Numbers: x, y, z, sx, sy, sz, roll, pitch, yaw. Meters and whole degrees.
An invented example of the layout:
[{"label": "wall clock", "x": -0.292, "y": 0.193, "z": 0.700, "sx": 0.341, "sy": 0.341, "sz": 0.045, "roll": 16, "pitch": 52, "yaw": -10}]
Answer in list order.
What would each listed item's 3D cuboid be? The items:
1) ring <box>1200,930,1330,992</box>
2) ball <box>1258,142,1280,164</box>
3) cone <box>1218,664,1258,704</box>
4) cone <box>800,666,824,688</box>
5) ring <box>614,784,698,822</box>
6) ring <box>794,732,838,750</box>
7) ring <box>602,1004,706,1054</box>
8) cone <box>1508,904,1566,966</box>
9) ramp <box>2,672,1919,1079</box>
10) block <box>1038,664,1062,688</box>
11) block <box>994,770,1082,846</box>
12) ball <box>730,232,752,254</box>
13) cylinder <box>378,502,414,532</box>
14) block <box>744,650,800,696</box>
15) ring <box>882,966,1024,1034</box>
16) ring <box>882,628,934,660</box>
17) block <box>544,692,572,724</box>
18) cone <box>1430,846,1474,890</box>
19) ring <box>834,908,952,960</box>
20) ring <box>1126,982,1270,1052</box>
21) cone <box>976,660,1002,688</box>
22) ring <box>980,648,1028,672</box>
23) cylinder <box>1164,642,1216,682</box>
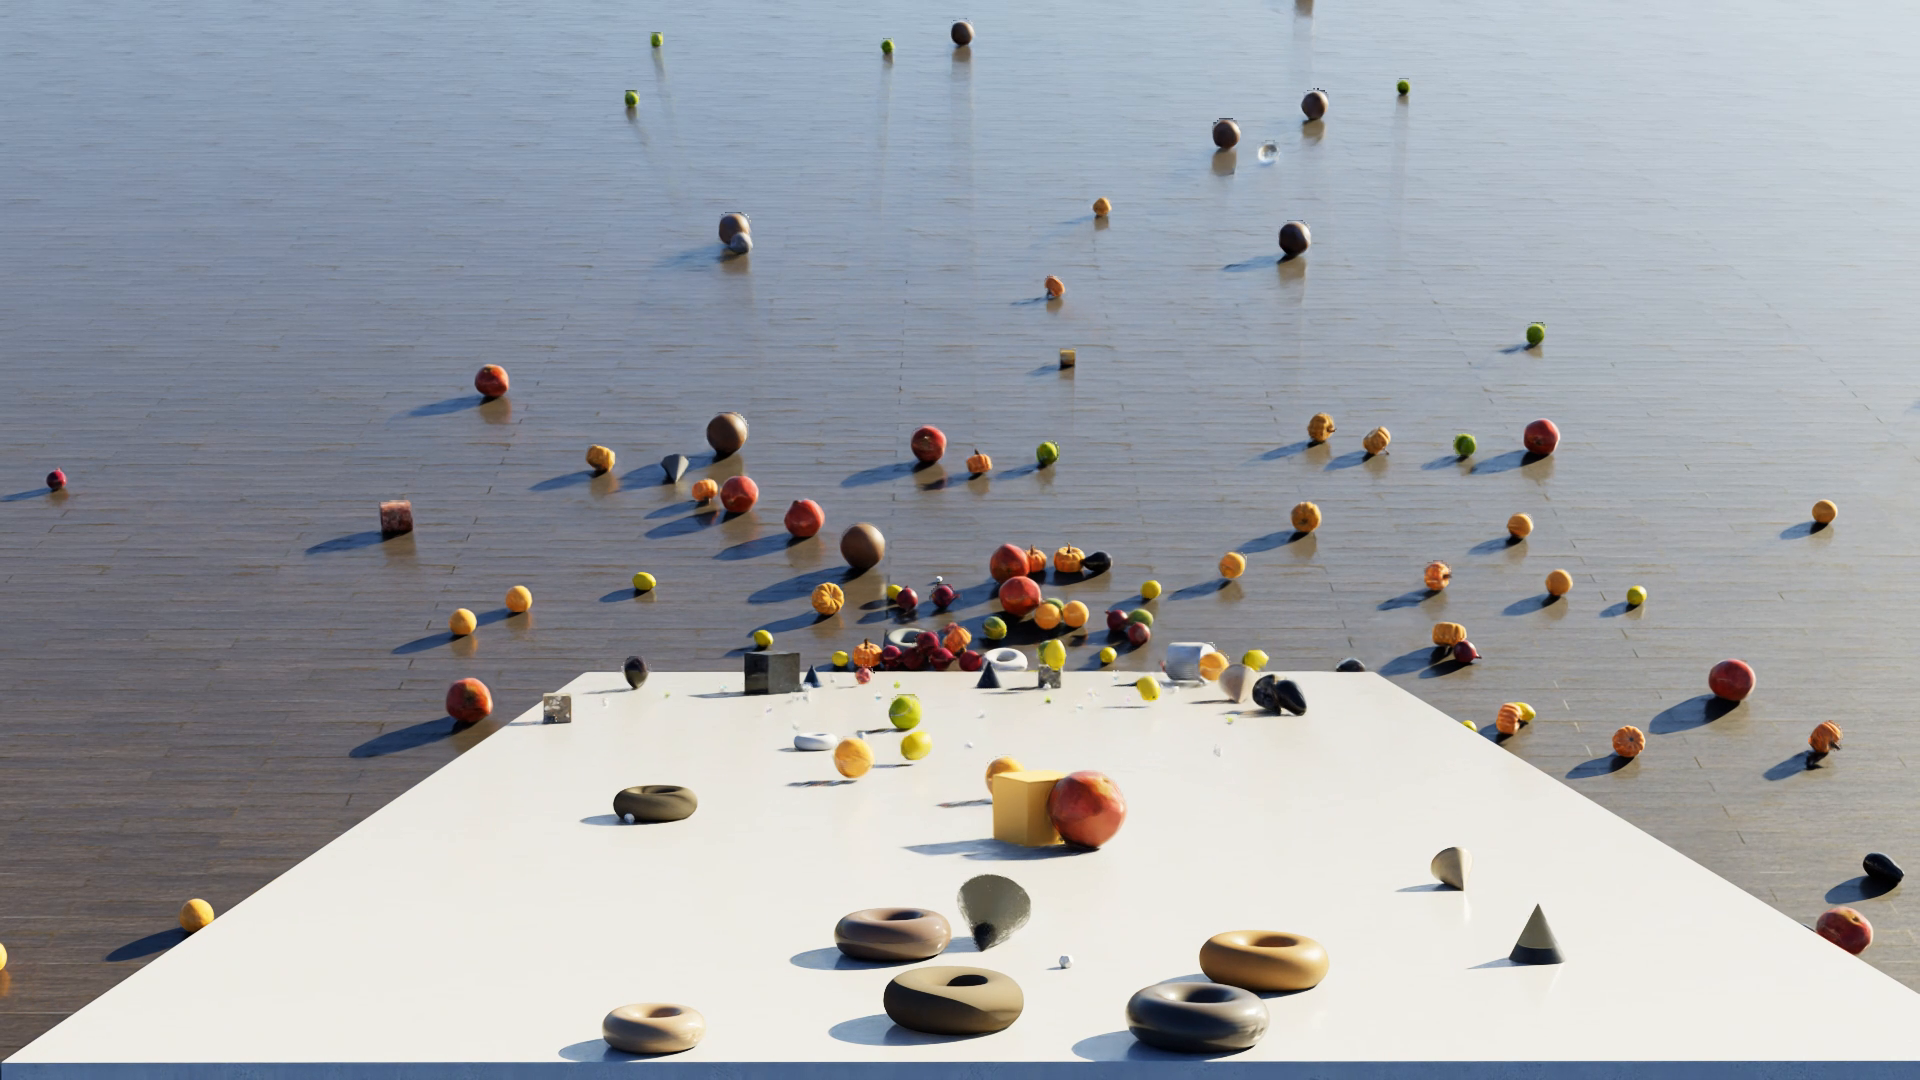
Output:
[{"label": "ring", "x": 0.342, "y": 0.473, "z": 2.897, "sx": 0.146, "sy": 0.049, "sz": 0.146, "roll": 1, "pitch": 3, "yaw": 0}, {"label": "ball", "x": 1.395, "y": -1.744, "z": 11.619, "sx": 0.097, "sy": 0.097, "sz": 0.097, "roll": 0, "pitch": 23, "yaw": 0}, {"label": "cone", "x": 0.629, "y": 0.346, "z": 5.819, "sx": 0.094, "sy": 0.094, "sz": 0.094, "roll": 3, "pitch": 29, "yaw": 6}, {"label": "cone", "x": -0.354, "y": 0.324, "z": 6.159, "sx": 0.055, "sy": 0.055, "sz": 0.055, "roll": 0, "pitch": 3, "yaw": 0}, {"label": "ring", "x": -0.487, "y": 0.421, "z": 4.118, "sx": 0.135, "sy": 0.045, "sz": 0.135, "roll": 0, "pitch": 4, "yaw": 0}, {"label": "ring", "x": -0.280, "y": 0.391, "z": 4.984, "sx": 0.086, "sy": 0.029, "sz": 0.086, "roll": -1, "pitch": 4, "yaw": 0}, {"label": "ring", "x": -0.310, "y": 0.494, "z": 2.604, "sx": 0.106, "sy": 0.035, "sz": 0.106, "roll": 1, "pitch": 2, "yaw": 0}, {"label": "cone", "x": 0.678, "y": 0.458, "z": 3.018, "sx": 0.067, "sy": 0.067, "sz": 0.067, "roll": 0, "pitch": 3, "yaw": 0}, {"label": "ramp", "x": 0.052, "y": 0.474, "z": 4.536, "sx": 2.000, "sy": 0.100, "sz": 4.000, "roll": 0, "pitch": 3, "yaw": 0}, {"label": "block", "x": 0.216, "y": 0.325, "z": 6.147, "sx": 0.054, "sy": 0.054, "sz": 0.054, "roll": 0, "pitch": 2, "yaw": 8}, {"label": "block", "x": 0.117, "y": 0.405, "z": 3.889, "sx": 0.097, "sy": 0.097, "sz": 0.097, "roll": -2, "pitch": 3, "yaw": -31}, {"label": "ball", "x": -0.877, "y": -1.186, "z": 10.298, "sx": 0.088, "sy": 0.088, "sz": 0.088, "roll": 0, "pitch": 23, "yaw": 0}, {"label": "cylinder", "x": -1.672, "y": -0.068, "z": 7.628, "sx": 0.085, "sy": 0.085, "sz": 0.085, "roll": 3, "pitch": 19, "yaw": -27}, {"label": "block", "x": -0.441, "y": 0.311, "z": 6.039, "sx": 0.093, "sy": 0.093, "sz": 0.093, "roll": -2, "pitch": 3, "yaw": -41}, {"label": "ring", "x": -0.007, "y": 0.482, "z": 2.699, "sx": 0.148, "sy": 0.049, "sz": 0.148, "roll": 1, "pitch": 3, "yaw": 0}, {"label": "ring", "x": -0.136, "y": 0.279, "z": 6.851, "sx": 0.139, "sy": 0.046, "sz": 0.139, "roll": 0, "pitch": 24, "yaw": 0}, {"label": "block", "x": -0.851, "y": 0.355, "z": 5.439, "sx": 0.058, "sy": 0.058, "sz": 0.058, "roll": 0, "pitch": 3, "yaw": -8}, {"label": "cone", "x": 0.674, "y": 0.458, "z": 3.483, "sx": 0.060, "sy": 0.060, "sz": 0.060, "roll": -2, "pitch": 29, "yaw": -6}, {"label": "ring", "x": -0.080, "y": 0.468, "z": 3.055, "sx": 0.141, "sy": 0.047, "sz": 0.141, "roll": -1, "pitch": 1, "yaw": 0}, {"label": "ring", "x": 0.242, "y": 0.486, "z": 2.621, "sx": 0.148, "sy": 0.049, "sz": 0.148, "roll": 1, "pitch": 3, "yaw": 0}, {"label": "cone", "x": 0.070, "y": 0.319, "z": 6.150, "sx": 0.066, "sy": 0.066, "sz": 0.066, "roll": 0, "pitch": 3, "yaw": 0}, {"label": "ring", "x": 0.115, "y": 0.323, "z": 6.753, "sx": 0.124, "sy": 0.041, "sz": 0.124, "roll": 0, "pitch": 24, "yaw": 0}, {"label": "cylinder", "x": 0.560, "y": 0.296, "z": 6.260, "sx": 0.093, "sy": 0.093, "sz": 0.093, "roll": 1, "pitch": 20, "yaw": 31}]
